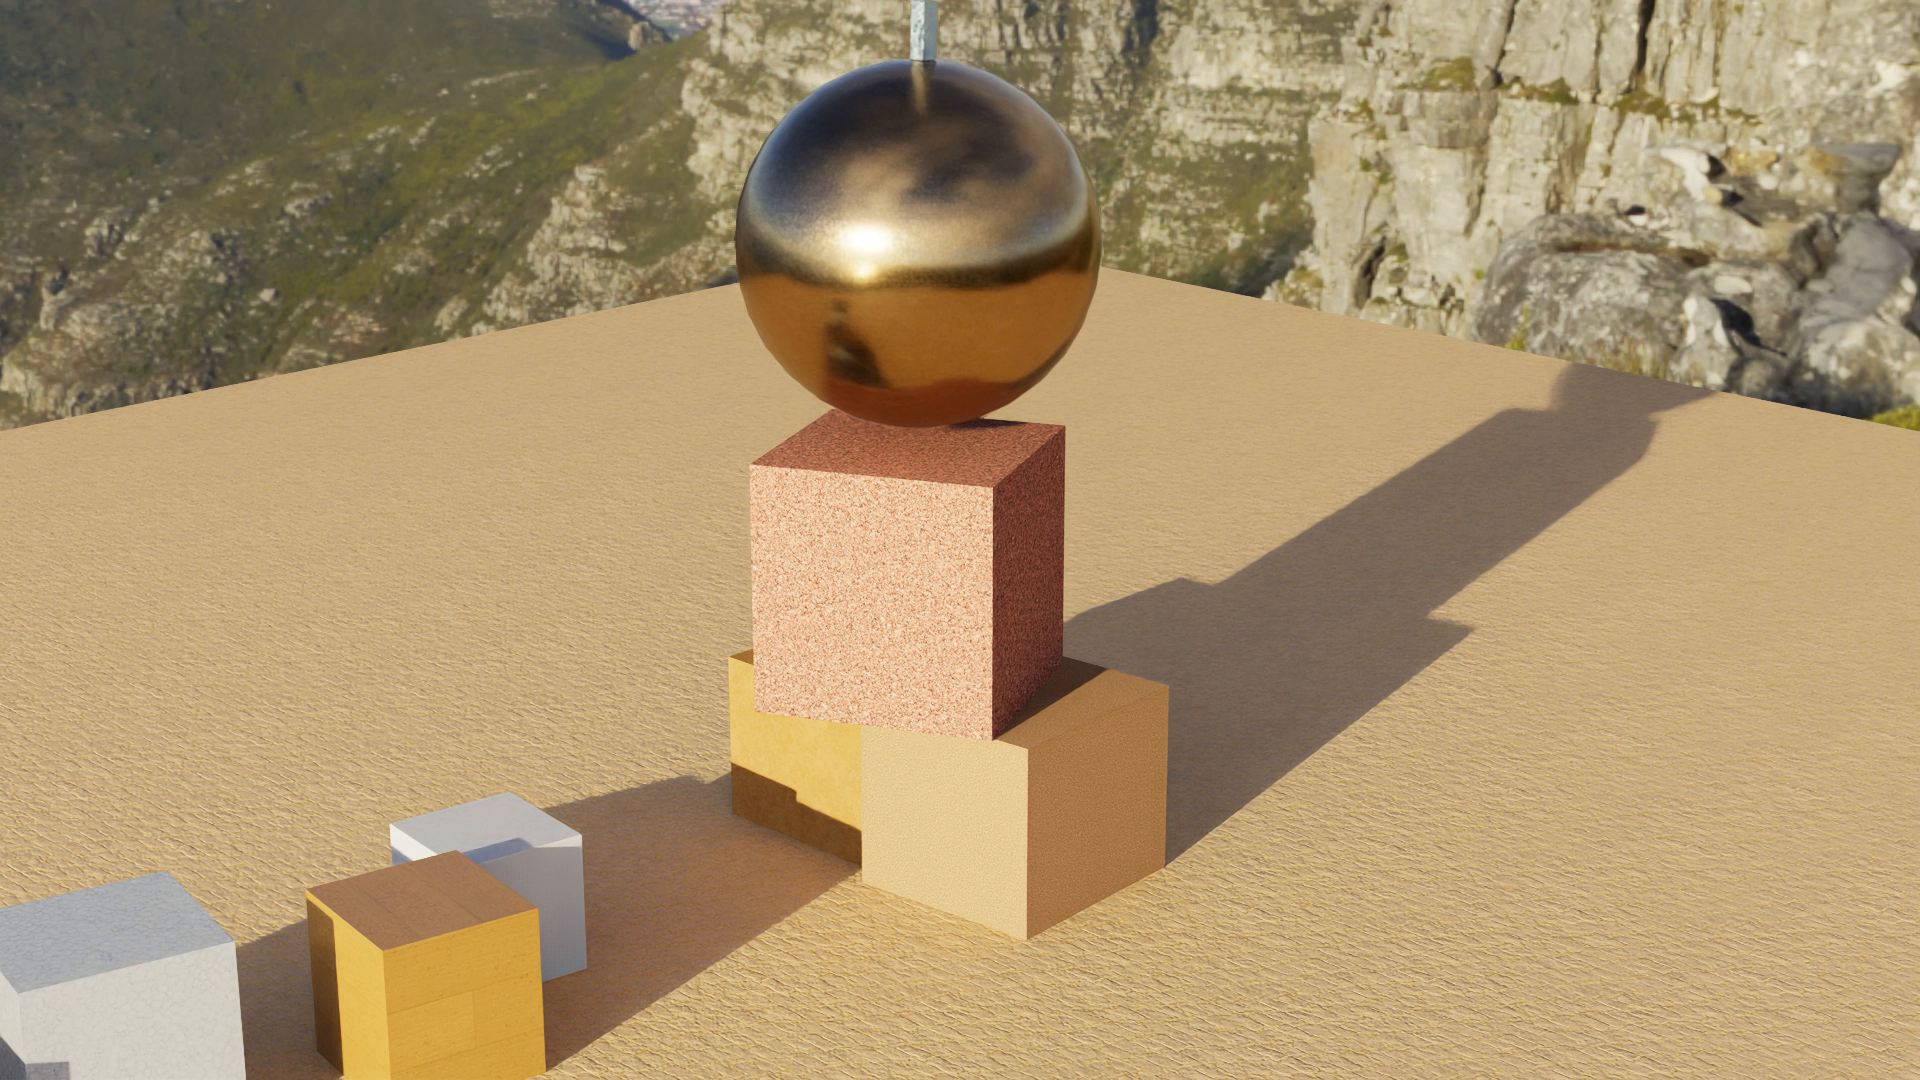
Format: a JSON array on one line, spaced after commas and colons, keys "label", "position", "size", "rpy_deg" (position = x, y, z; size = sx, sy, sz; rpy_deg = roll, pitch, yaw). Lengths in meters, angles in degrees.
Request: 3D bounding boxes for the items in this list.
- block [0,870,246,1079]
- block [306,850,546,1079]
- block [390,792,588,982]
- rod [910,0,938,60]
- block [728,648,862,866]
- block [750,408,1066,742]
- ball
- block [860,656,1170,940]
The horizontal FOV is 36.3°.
[{"label": "block", "position": [-3.253, 1.844, 11.155], "size": [0.806, 0.793, 0.772], "rpy_deg": [-11, 21, -31]}, {"label": "block", "position": [-2.114, 1.745, 11.605], "size": [0.659, 0.712, 0.700], "rpy_deg": [-12, 21, -34]}, {"label": "block", "position": [-2.007, 1.517, 12.486], "size": [0.580, 0.619, 0.603], "rpy_deg": [-13, 22, -36]}, {"label": "rod", "position": [-0.079, -4.558, 11.827], "size": [0.080, 5.200, 0.080], "rpy_deg": [17, 22, 42]}, {"label": "block", "position": [-0.440, 0.938, 14.019], "size": [0.955, 0.804, 0.908], "rpy_deg": [16, 24, 42]}, {"label": "block", "position": [-0.215, 0.122, 13.081], "size": [1.101, 1.136, 1.052], "rpy_deg": [6, 18, 18]}, {"label": "ball", "position": [-0.182, -1.287, 12.747], "size": [1.600, 1.600, 1.600], "rpy_deg": [0, 17, 0]}, {"label": "block", "position": [0.250, 1.110, 13.324], "size": [0.957, 0.894, 1.026], "rpy_deg": [14, 22, 38]}]
